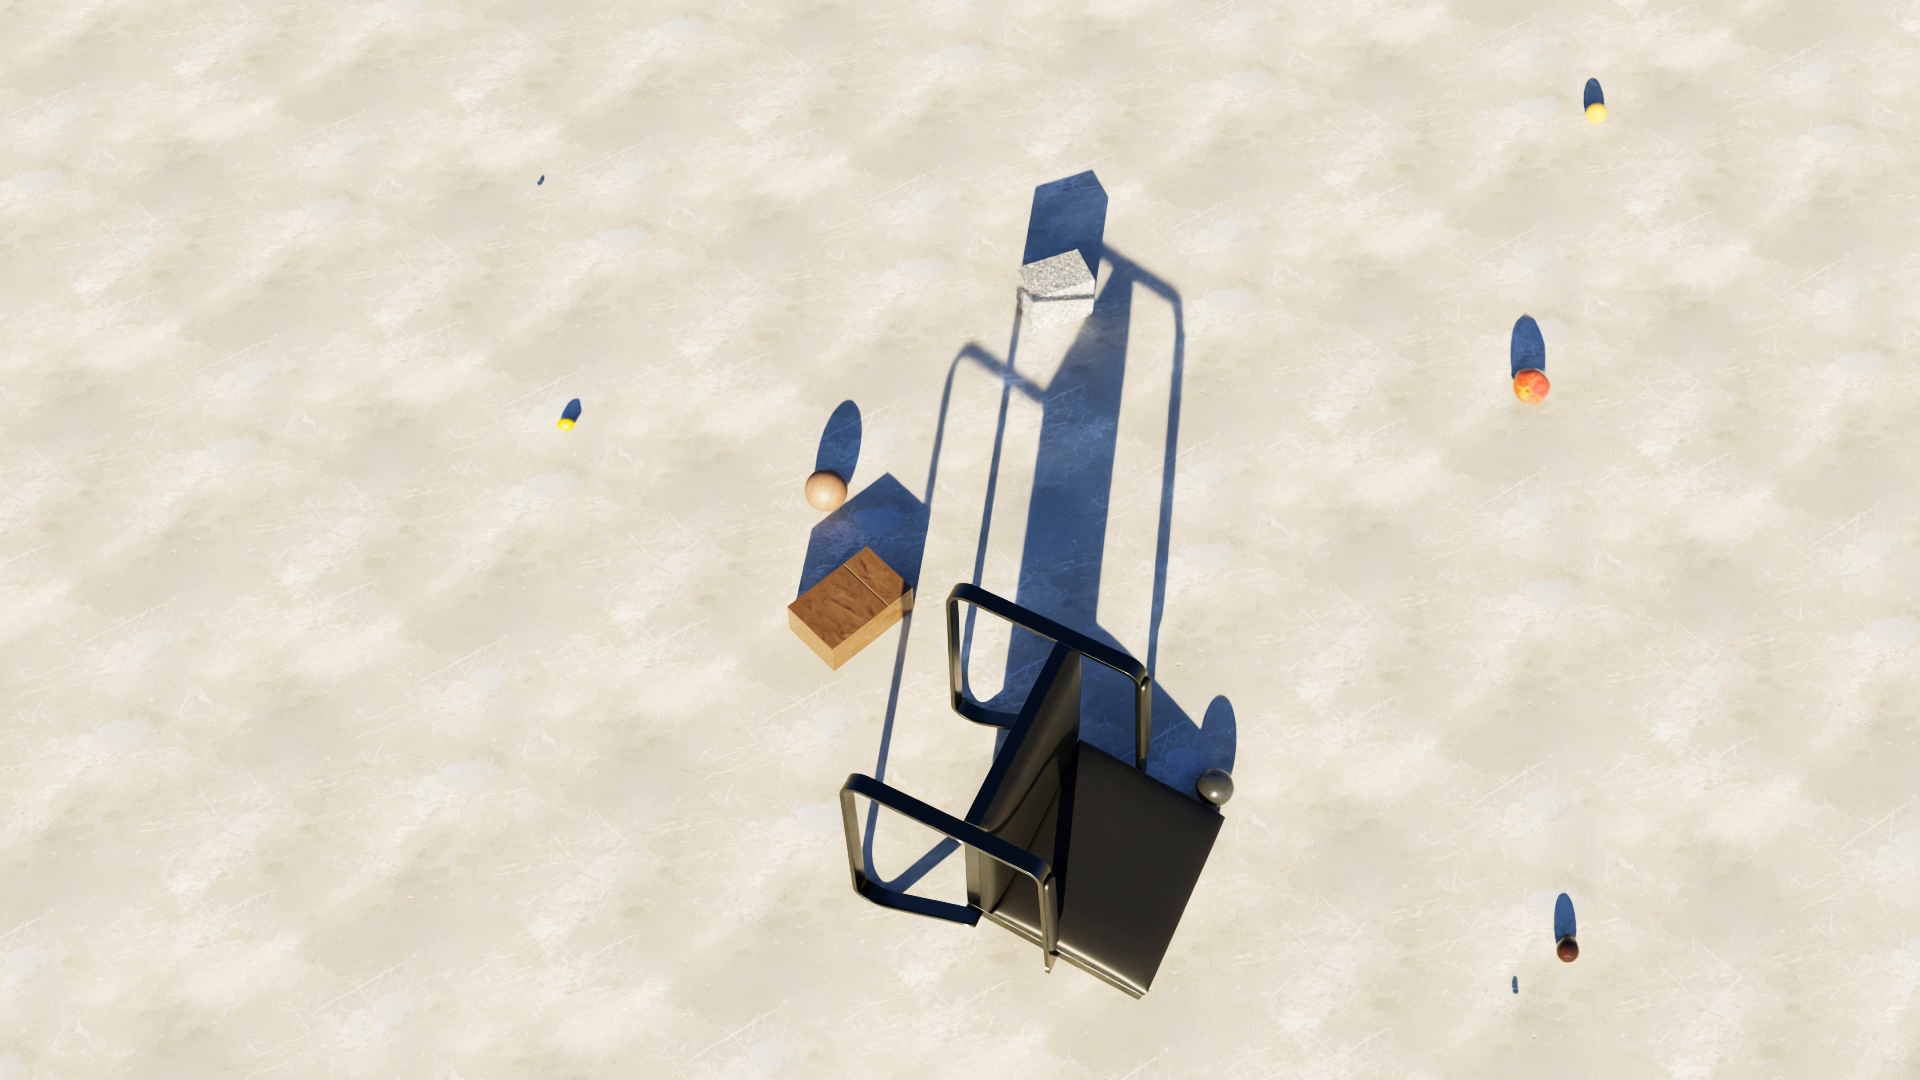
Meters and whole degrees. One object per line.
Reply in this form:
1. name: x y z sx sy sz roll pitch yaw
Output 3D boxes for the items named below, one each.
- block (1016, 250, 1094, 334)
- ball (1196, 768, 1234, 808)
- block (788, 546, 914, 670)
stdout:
1. block: 0.301 -0.791 7.001 0.210 0.172 0.137 -18 58 -12
2. ball: 0.701 0.681 6.052 0.107 0.107 0.107 0 56 0
3. block: -0.316 0.198 6.369 0.306 0.120 0.198 -38 64 -22
